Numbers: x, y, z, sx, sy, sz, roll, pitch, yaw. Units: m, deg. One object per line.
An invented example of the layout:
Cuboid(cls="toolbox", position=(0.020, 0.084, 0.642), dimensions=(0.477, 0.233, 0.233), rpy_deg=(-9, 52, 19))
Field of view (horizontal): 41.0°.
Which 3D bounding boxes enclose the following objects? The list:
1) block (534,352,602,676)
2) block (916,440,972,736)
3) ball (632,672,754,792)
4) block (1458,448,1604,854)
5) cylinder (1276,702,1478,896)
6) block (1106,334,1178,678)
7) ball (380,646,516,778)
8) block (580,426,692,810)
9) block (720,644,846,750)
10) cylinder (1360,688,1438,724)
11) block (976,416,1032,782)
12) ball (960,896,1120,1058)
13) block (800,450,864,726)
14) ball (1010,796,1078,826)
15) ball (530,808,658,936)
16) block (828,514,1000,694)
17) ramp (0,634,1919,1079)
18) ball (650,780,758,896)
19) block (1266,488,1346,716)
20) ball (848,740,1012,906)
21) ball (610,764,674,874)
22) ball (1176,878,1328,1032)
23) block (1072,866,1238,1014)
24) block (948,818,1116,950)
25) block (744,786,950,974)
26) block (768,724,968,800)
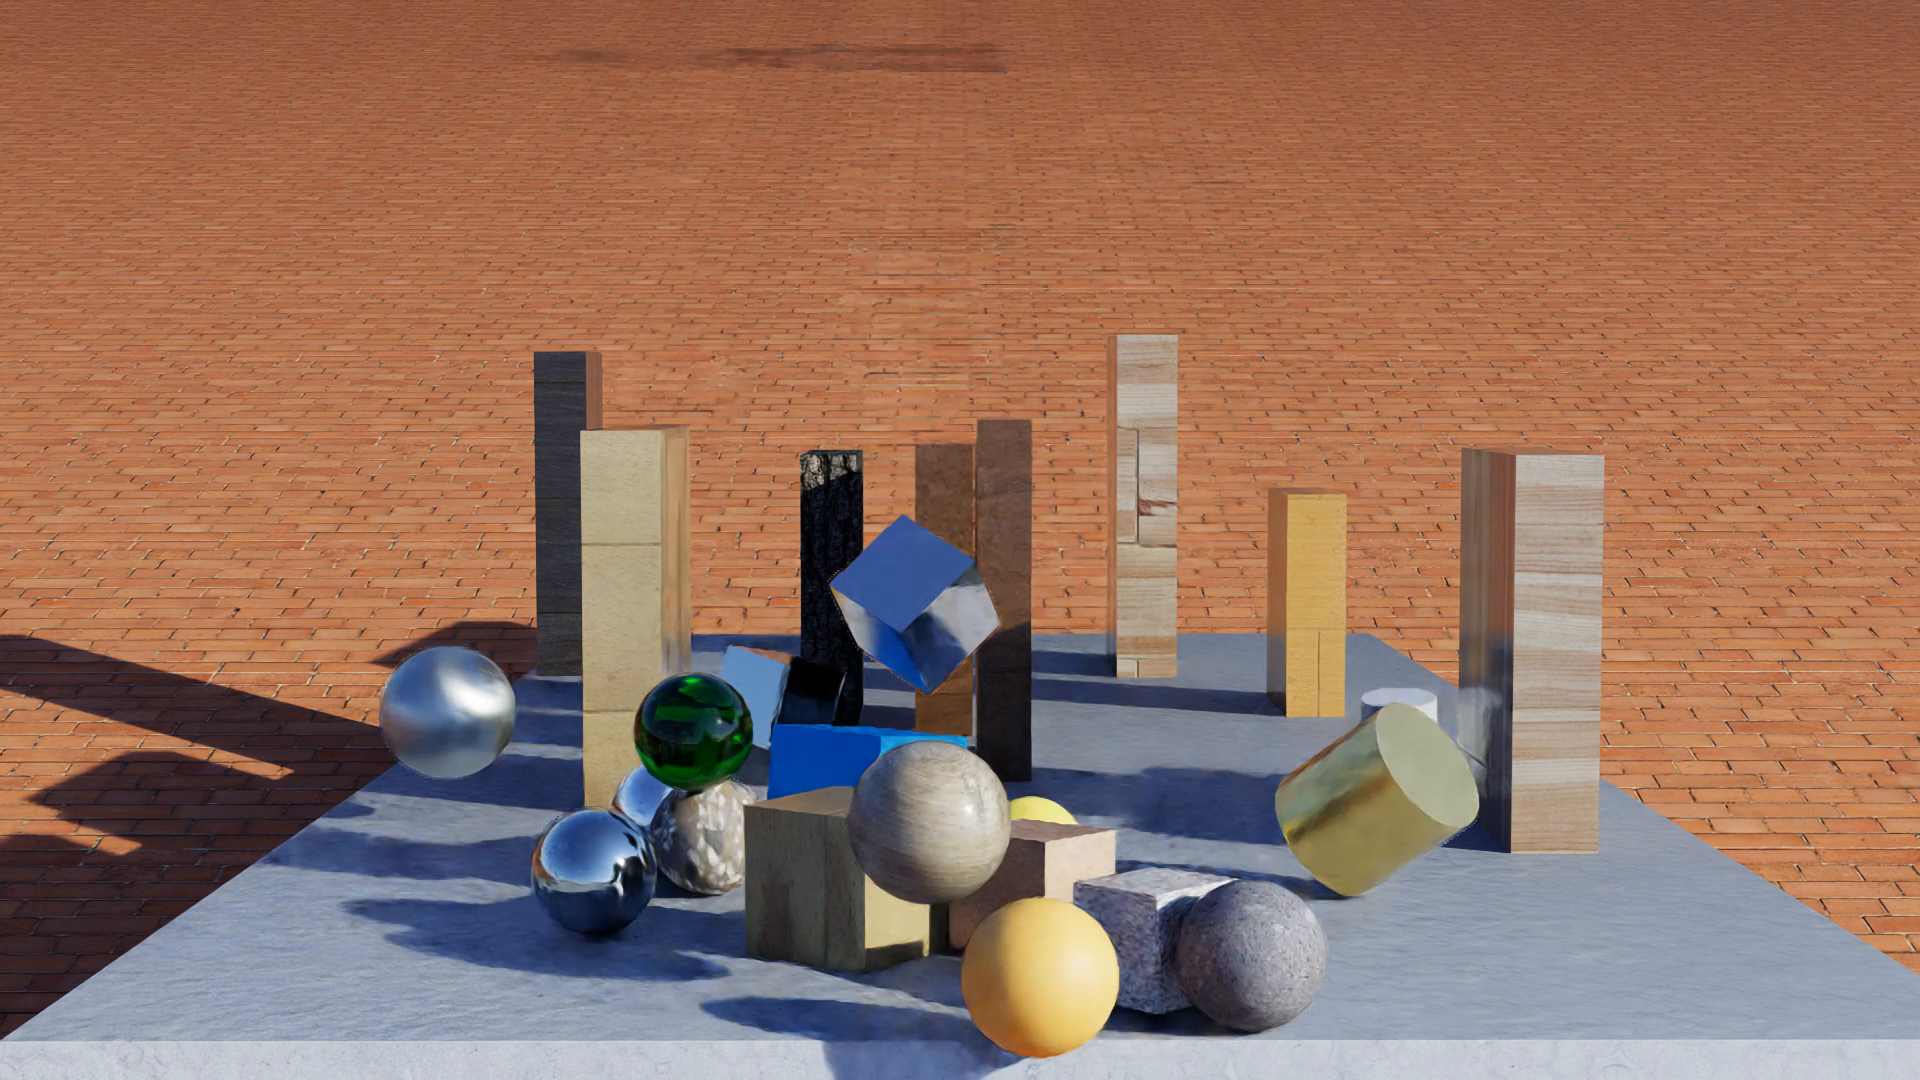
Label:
Cuboid(cls="block", position=(-0.870, -0.065, 5.728), dimensions=(0.114, 0.707, 0.258), rpy_deg=(0, 4, 0))
Cuboid(cls="block", position=(-0.029, 0.082, 4.818), dimensions=(0.104, 0.531, 0.347), rpy_deg=(0, 4, 0))
Cuboid(cls="ball", position=(-0.331, 0.238, 3.188), dimensions=(0.149, 0.149, 0.149), rpy_deg=(0, 20, 0))
Cuboid(cls="block", position=(0.816, 0.145, 3.696), dimensions=(0.120, 0.547, 0.378), rpy_deg=(0, 4, 0))
Cuboid(cls="cylinder", position=(0.520, 0.325, 3.206), dimensions=(0.178, 0.178, 0.178), rpy_deg=(29, 38, -26))
Cuboid(cls="block", position=(0.404, -0.084, 5.745), dimensions=(0.130, 0.743, 0.382), rpy_deg=(0, 4, 0))
Cuboid(cls="ball", position=(-0.748, 0.251, 3.753), dimensions=(0.195, 0.195, 0.195), rpy_deg=(0, 20, 0))
Cuboid(cls="block", position=(-0.505, 0.110, 4.041), dimensions=(0.118, 0.574, 0.424), rpy_deg=(0, 4, 0))
Cuboid(cls="block", position=(-0.315, 0.276, 4.416), dimensions=(0.147, 0.147, 0.147), rpy_deg=(16, 2, 37))
Cuboid(cls="cylinder", position=(0.694, 0.306, 4.056), dimensions=(0.118, 0.118, 0.118), rpy_deg=(-3, 12, 1))
Cuboid(cls="block", position=(0.072, 0.088, 4.304), dimensions=(0.087, 0.584, 0.338), rpy_deg=(0, 4, 0))
Cuboid(cls="ball", position=(0.078, 0.426, 2.501), dimensions=(0.155, 0.155, 0.155), rpy_deg=(0, 20, 0))
Cuboid(cls="block", position=(-0.246, 0.084, 4.969), dimensions=(0.104, 0.507, 0.347), rpy_deg=(0, 4, 0))
Cuboid(cls="ball", position=(0.089, 0.386, 3.214), dimensions=(0.130, 0.130, 0.130), rpy_deg=(0, 20, 0))
Cuboid(cls="ball", position=(-0.430, 0.390, 3.018), dimensions=(0.148, 0.148, 0.148), rpy_deg=(0, 20, 0))
Cuboid(cls="block", position=(-0.055, 0.078, 3.132), dimensions=(0.129, 0.129, 0.129), rpy_deg=(32, 67, 35))
Cuboid(cls="ramp", position=(0.046, 0.416, 4.535), dimensions=(2.000, 0.100, 4.000), rpy_deg=(0, 4, 0))
Cuboid(cls="ball", position=(-0.317, 0.374, 3.248), dimensions=(0.150, 0.150, 0.150), rpy_deg=(0, 20, 0))
Cuboid(cls="block", position=(0.683, 0.116, 5.079), dimensions=(0.113, 0.428, 0.312), rpy_deg=(0, 4, 0))
Cuboid(cls="ball", position=(-0.032, 0.294, 2.671), dimensions=(0.171, 0.171, 0.171), rpy_deg=(0, 20, 0))
Cuboid(cls="ball", position=(-0.382, 0.362, 3.386), dimensions=(0.156, 0.156, 0.156), rpy_deg=(0, 20, 0))
Cuboid(cls="ball", position=(0.292, 0.416, 2.574), dimensions=(0.151, 0.151, 0.151), rpy_deg=(0, 20, 0))
Cuboid(cls="block", position=(0.205, 0.416, 2.680), dimensions=(0.122, 0.122, 0.122), rpy_deg=(-4, 3, -41))
Cuboid(cls="block", position=(0.083, 0.398, 2.933), dimensions=(0.134, 0.134, 0.134), rpy_deg=(2, 2, 39))
Cuboid(cls="block", position=(-0.125, 0.384, 2.930), dimensions=(0.171, 0.171, 0.171), rpy_deg=(3, 4, 35))
Cuboid(cls="block", position=(-0.124, 0.340, 3.364), dimensions=(0.181, 0.181, 0.181), rpy_deg=(3, -2, 37))
